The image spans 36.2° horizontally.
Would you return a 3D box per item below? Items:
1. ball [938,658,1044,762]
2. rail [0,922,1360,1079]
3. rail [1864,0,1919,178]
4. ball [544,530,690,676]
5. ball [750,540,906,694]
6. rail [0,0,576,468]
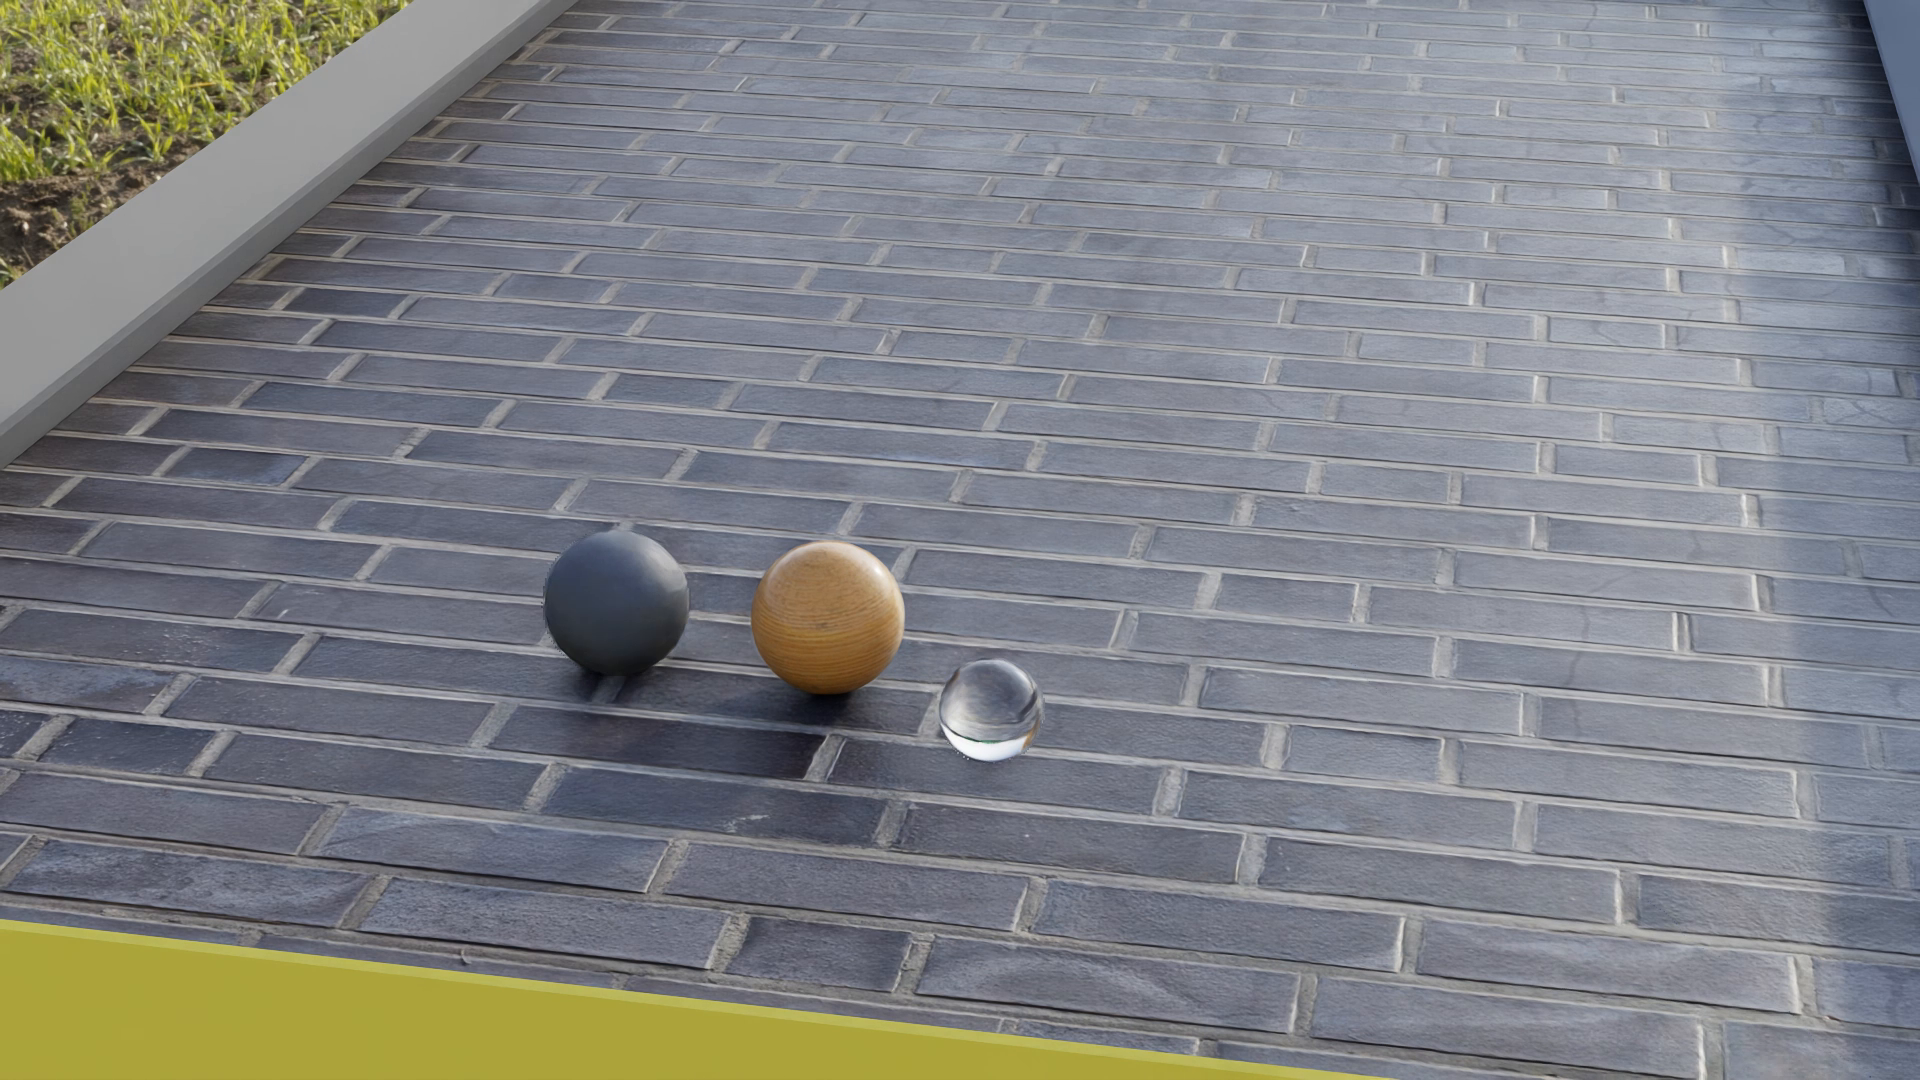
[{"bbox_3d":[0.018,0.099,1.715,0.061,0.061,0.061,0,25,0],"label":"ball"},{"bbox_3d":[-0.125,0.246,1.327,1.431,0.122,0.045,5,26,10],"label":"rail"},{"bbox_3d":[0.808,-0.237,2.357,0.045,0.122,2.645,5,26,10],"label":"rail"},{"bbox_3d":[-0.211,0.039,1.810,0.089,0.089,0.089,0,25,0],"label":"ball"},{"bbox_3d":[-0.080,0.047,1.786,0.094,0.094,0.094,0,25,0],"label":"ball"},{"bbox_3d":[-0.549,-0.352,2.603,0.045,0.122,2.645,5,26,10],"label":"rail"}]
